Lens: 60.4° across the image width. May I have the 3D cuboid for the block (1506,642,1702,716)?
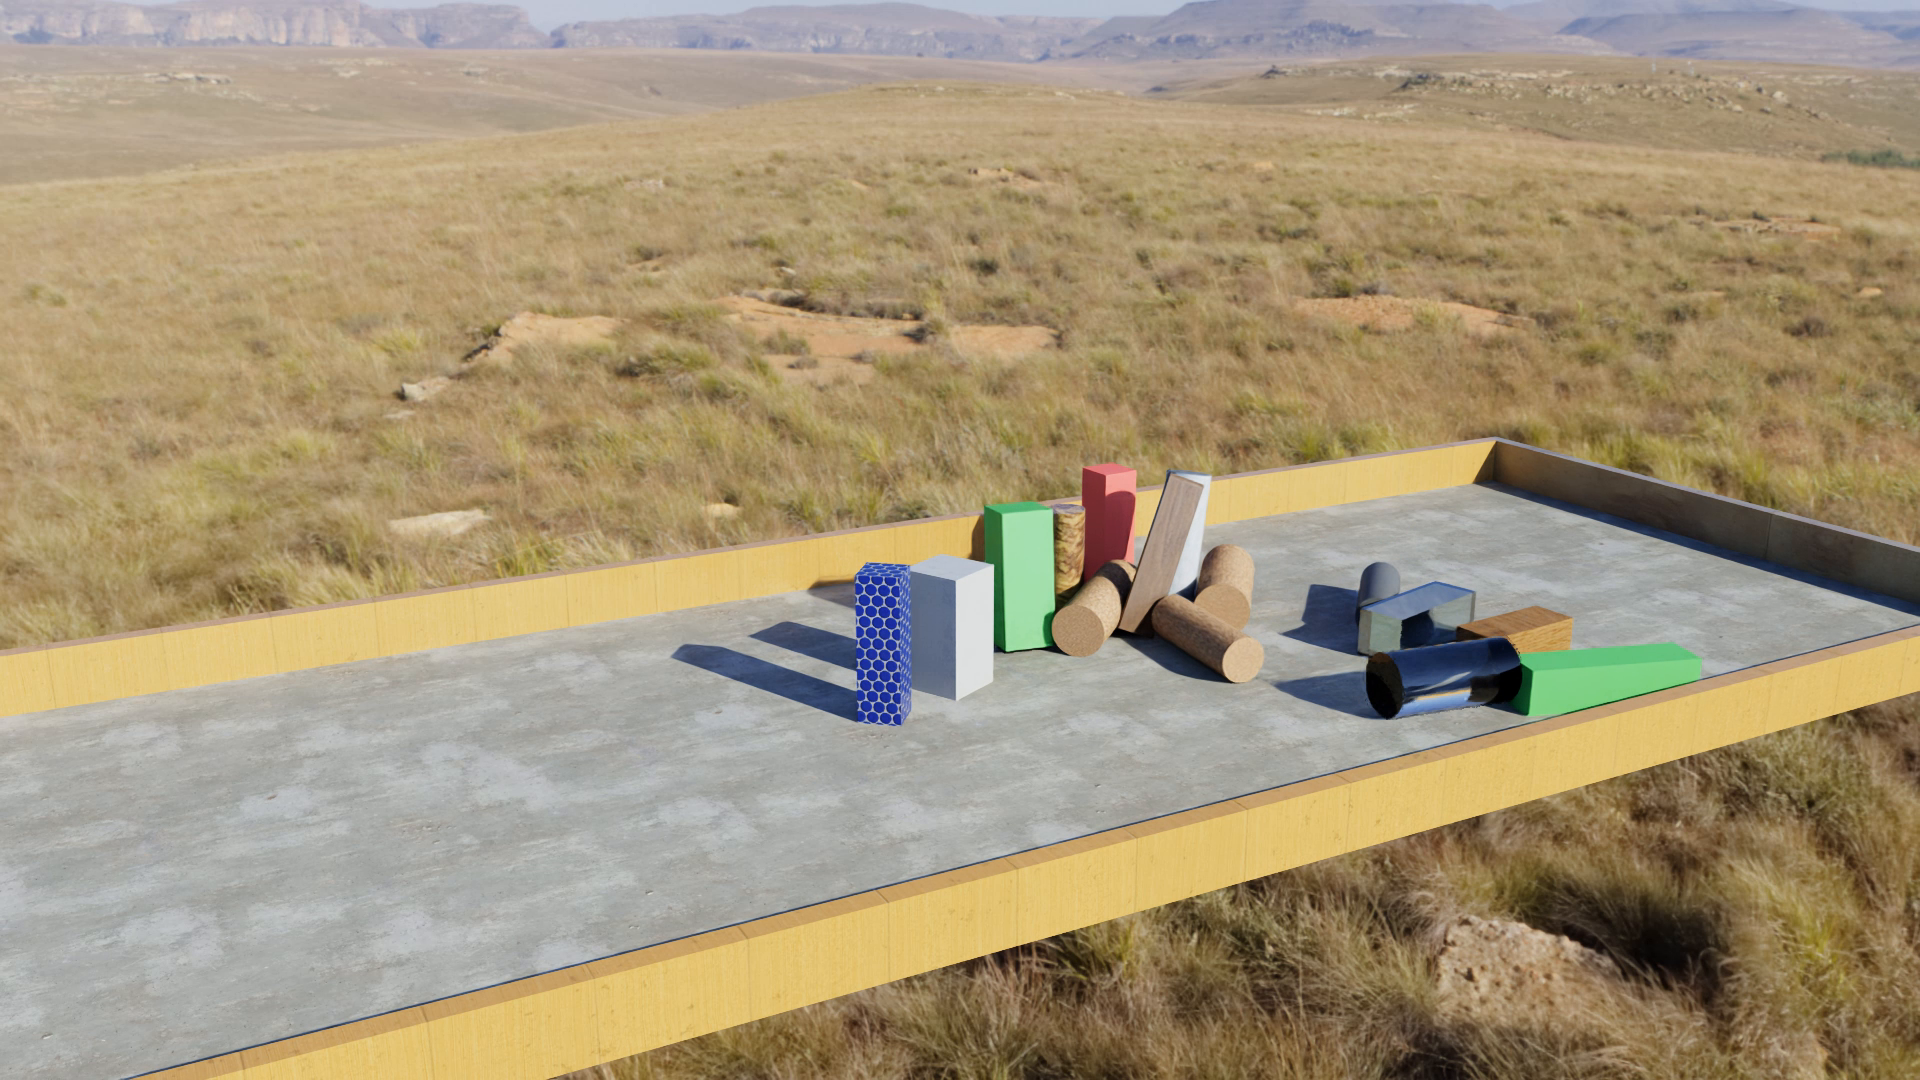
[{"bbox_3d":[1.559,0.337,4.002,0.444,0.116,0.116,-3,17,-11],"label":"block"}]

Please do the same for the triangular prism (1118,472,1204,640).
[{"bbox_3d":[0.530,0.040,4.475,0.107,0.439,0.093,19,-1,-15],"label":"triangular prism"}]

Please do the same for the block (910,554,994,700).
[{"bbox_3d":[-0.028,0.213,4.084,0.159,0.307,0.159,11,20,34],"label":"block"}]

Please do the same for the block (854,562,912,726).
[{"bbox_3d":[-0.179,0.245,3.876,0.105,0.365,0.105,3,17,11],"label":"block"}]

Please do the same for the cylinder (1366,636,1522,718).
[{"bbox_3d":[1.160,0.328,3.959,0.333,0.157,0.157,-6,17,-19],"label":"cylinder"}]

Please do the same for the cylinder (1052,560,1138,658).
[{"bbox_3d":[0.380,0.181,4.487,0.143,0.143,0.430,6,17,19],"label":"cylinder"}]

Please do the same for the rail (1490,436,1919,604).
[{"bbox_3d":[2.466,-0.048,5.253,0.050,0.150,2.100,-9,18,-27],"label":"rail"}]

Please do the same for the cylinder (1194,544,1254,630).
[{"bbox_3d":[0.742,0.138,4.616,0.152,0.152,0.384,3,17,11],"label":"cylinder"}]

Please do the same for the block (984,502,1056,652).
[{"bbox_3d":[0.158,0.094,4.365,0.140,0.366,0.140,-6,12,-18],"label":"block"}]

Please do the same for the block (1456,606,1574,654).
[{"bbox_3d":[1.423,0.266,4.241,0.304,0.117,0.117,-10,19,-31],"label":"block"}]

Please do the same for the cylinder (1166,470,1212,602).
[{"bbox_3d":[0.612,0.009,4.594,0.124,0.396,0.124,7,8,-1],"label":"cylinder"}]

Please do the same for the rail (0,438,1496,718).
[{"bbox_3d":[-3.305,0.497,3.399,12.000,0.150,0.050,-9,18,-27],"label":"rail"}]

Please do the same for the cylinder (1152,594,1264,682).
[{"bbox_3d":[0.638,0.252,4.280,0.120,0.120,0.366,-7,18,-21],"label":"cylinder"}]

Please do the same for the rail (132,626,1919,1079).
[{"bbox_3d":[-2.336,1.006,1.665,12.000,0.150,0.050,-9,18,-27],"label":"rail"}]

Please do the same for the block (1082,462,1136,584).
[{"bbox_3d":[0.432,-0.032,4.823,0.111,0.362,0.111,-10,19,-31],"label":"block"}]

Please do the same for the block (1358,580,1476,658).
[{"bbox_3d":[1.217,0.219,4.387,0.352,0.126,0.126,-14,22,-40],"label":"block"}]

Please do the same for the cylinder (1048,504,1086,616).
[{"bbox_3d":[0.292,0.062,4.597,0.109,0.309,0.109,0,16,0],"label":"cylinder"}]

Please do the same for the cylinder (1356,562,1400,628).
[{"bbox_3d":[1.169,0.162,4.607,0.110,0.110,0.342,5,17,15],"label":"cylinder"}]
